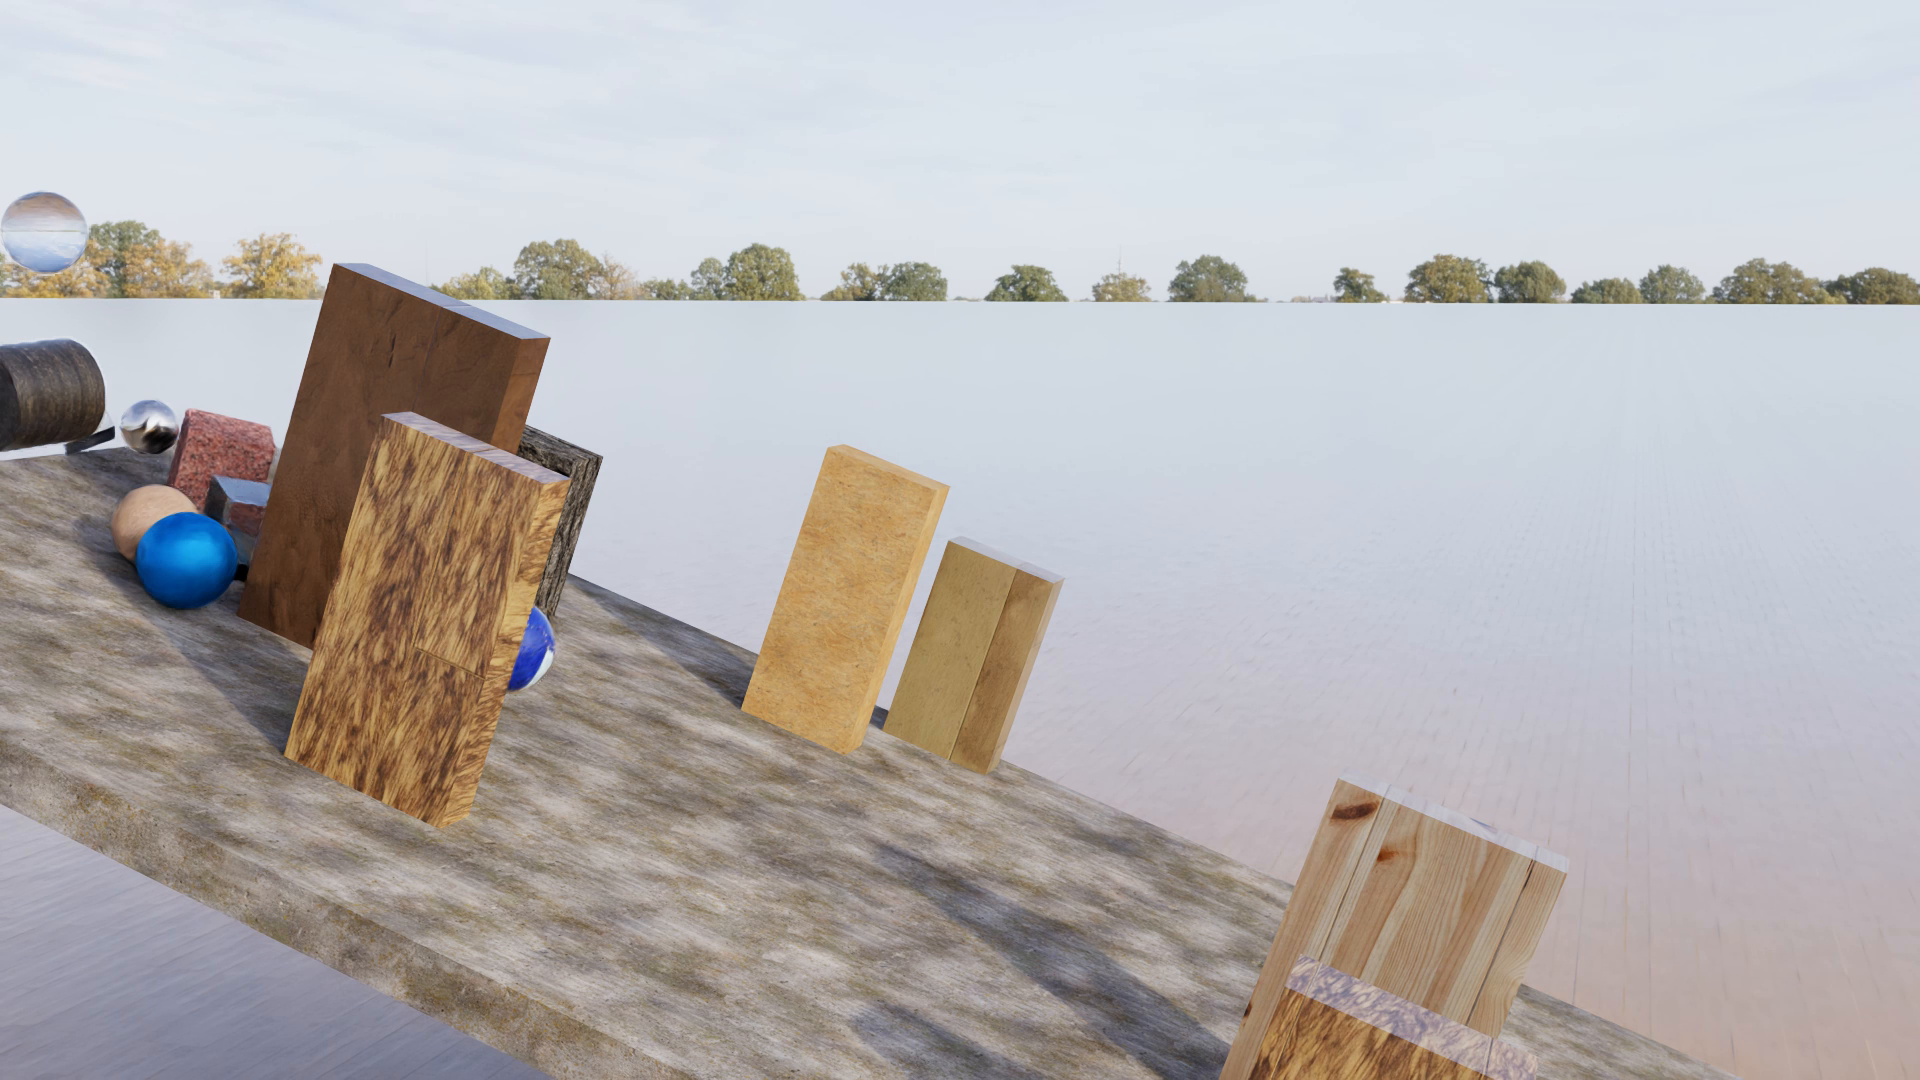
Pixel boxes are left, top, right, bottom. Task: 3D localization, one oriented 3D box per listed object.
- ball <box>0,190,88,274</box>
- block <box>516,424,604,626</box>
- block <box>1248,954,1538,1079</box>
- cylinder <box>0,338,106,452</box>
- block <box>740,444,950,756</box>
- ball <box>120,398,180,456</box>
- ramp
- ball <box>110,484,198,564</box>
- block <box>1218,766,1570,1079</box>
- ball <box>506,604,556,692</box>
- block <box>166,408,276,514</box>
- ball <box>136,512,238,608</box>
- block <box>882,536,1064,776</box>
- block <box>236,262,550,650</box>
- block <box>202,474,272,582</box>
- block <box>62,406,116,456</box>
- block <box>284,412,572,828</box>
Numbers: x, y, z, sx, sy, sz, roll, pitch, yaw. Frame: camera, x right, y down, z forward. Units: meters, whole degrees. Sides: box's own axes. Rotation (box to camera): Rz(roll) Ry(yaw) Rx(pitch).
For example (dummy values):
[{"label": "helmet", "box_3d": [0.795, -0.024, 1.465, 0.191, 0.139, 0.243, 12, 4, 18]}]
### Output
[{"label": "ball", "box_3d": [-1.890, -0.635, 4.538, 0.170, 0.170, 0.170, 0, 7, 0]}, {"label": "block", "box_3d": [-1.000, -0.018, 4.667, 0.340, 0.461, 0.140, 22, 12, 14]}, {"label": "block", "box_3d": [0.533, 0.876, 3.021, 0.346, 0.487, 0.149, 22, 12, 14]}, {"label": "cylinder", "box_3d": [-1.758, -0.273, 4.142, 0.197, 0.197, 0.197, 4, 12, 28]}, {"label": "block", "box_3d": [-0.251, 0.129, 4.790, 0.258, 0.619, 0.105, 22, 12, 14]}, {"label": "ball", "box_3d": [-1.757, -0.245, 4.768, 0.122, 0.122, 0.122, 0, 7, 0]}, {"label": "ramp", "box_3d": [-0.337, 0.620, 4.213, 4.000, 0.100, 2.000, 22, 12, 14]}, {"label": "ball", "box_3d": [-1.623, -0.026, 4.442, 0.172, 0.172, 0.172, 0, 7, 0]}, {"label": "block", "box_3d": [0.693, 0.731, 3.592, 0.382, 0.617, 0.092, 22, 12, 14]}, {"label": "ball", "box_3d": [-0.914, 0.211, 4.433, 0.193, 0.193, 0.193, 0, 7, 0]}, {"label": "block", "box_3d": [-1.666, -0.166, 4.952, 0.186, 0.186, 0.186, 14, 13, -25]}, {"label": "ball", "box_3d": [-1.507, 0.040, 4.288, 0.188, 0.188, 0.188, 0, 7, 0]}, {"label": "block", "box_3d": [0.030, 0.261, 4.991, 0.260, 0.472, 0.100, 22, 12, 14]}, {"label": "block", "box_3d": [-1.110, -0.119, 4.290, 0.422, 0.737, 0.118, 22, 12, 14]}, {"label": "block", "box_3d": [-1.488, -0.018, 4.621, 0.168, 0.168, 0.168, 11, 15, -35]}, {"label": "block", "box_3d": [-1.975, -0.271, 4.942, 0.109, 0.109, 0.109, -24, -3, -23]}, {"label": "block", "box_3d": [-0.908, 0.135, 3.736, 0.319, 0.629, 0.095, 22, 12, 14]}]
